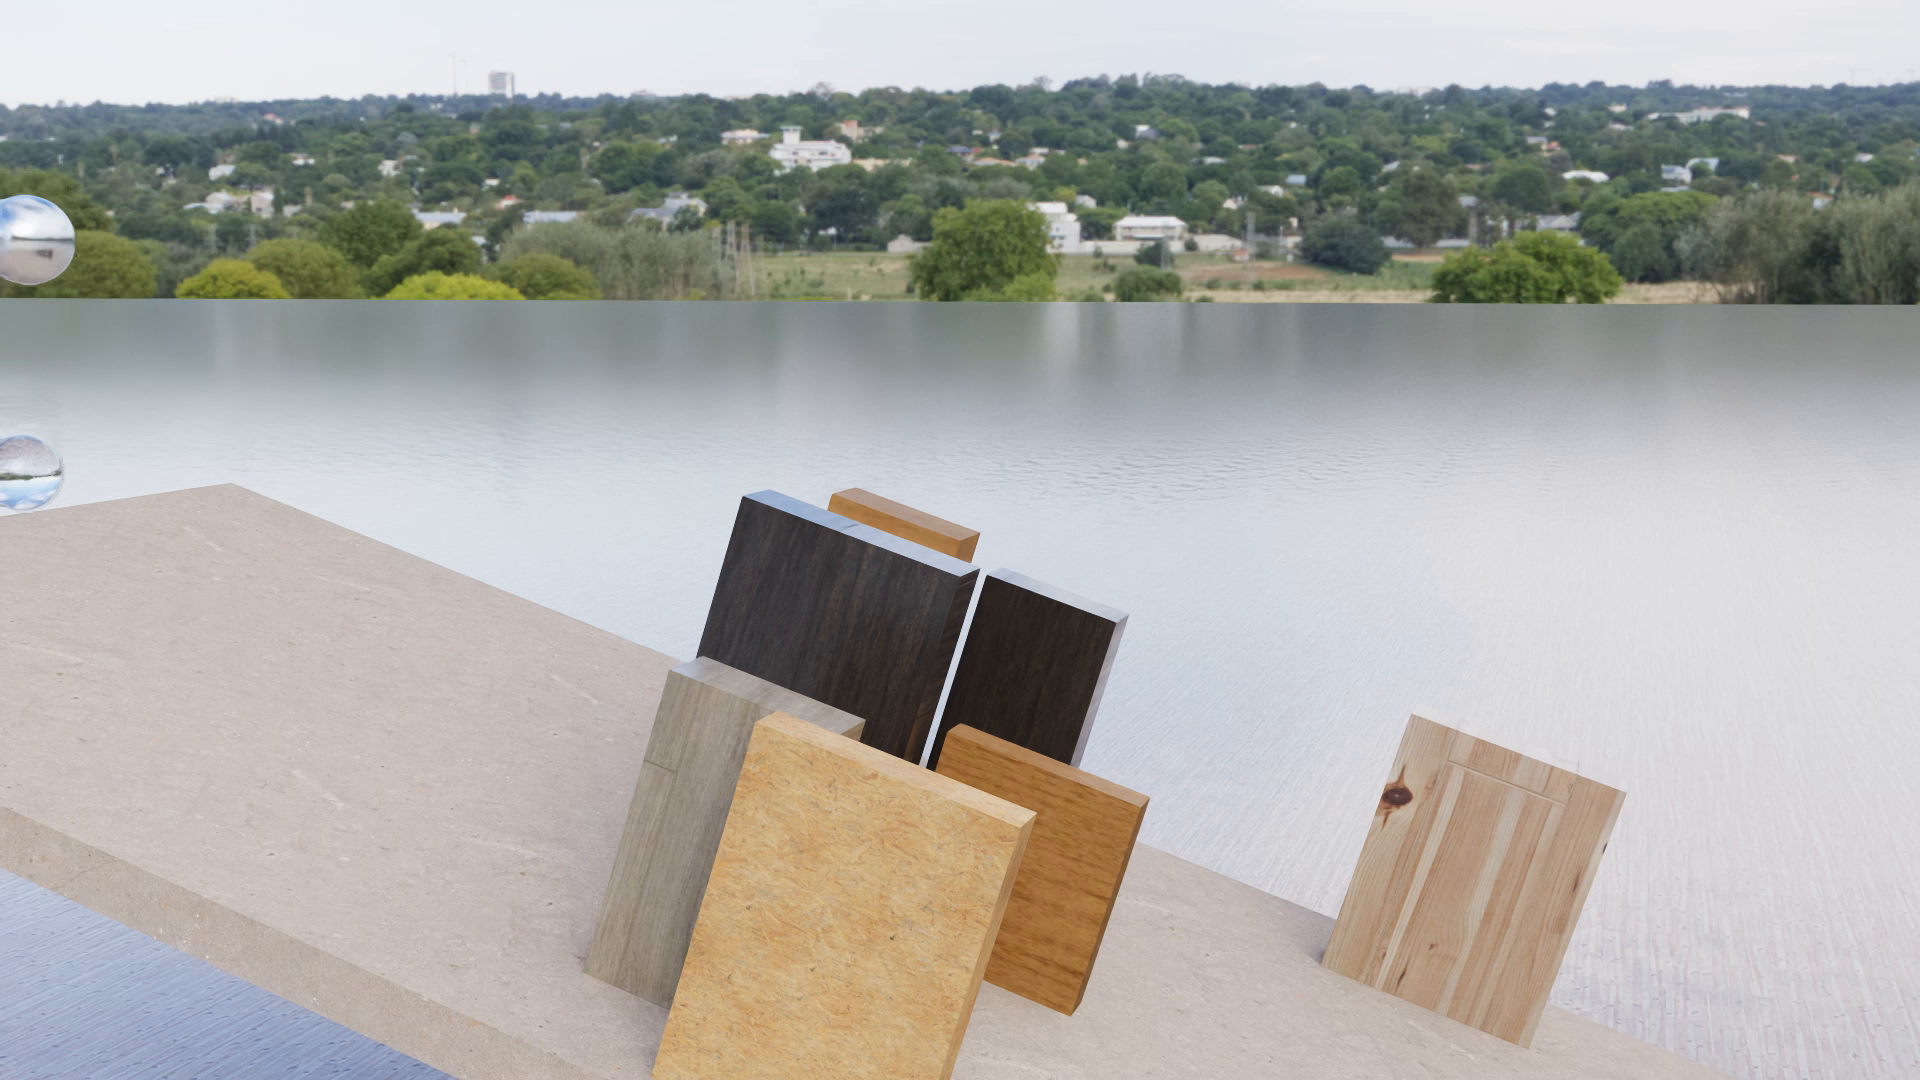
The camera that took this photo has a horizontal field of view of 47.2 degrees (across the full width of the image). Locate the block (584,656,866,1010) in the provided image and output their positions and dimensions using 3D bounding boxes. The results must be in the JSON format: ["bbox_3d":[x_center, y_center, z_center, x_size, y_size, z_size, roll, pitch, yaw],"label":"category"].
[{"bbox_3d":[-0.379,0.492,3.522,0.293,0.530,0.130,20,12,14],"label":"block"}]

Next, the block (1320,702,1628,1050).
[{"bbox_3d":[1.060,0.691,4.553,0.448,0.576,0.123,20,12,14],"label":"block"}]

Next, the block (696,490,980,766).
[{"bbox_3d":[-0.278,0.325,3.953,0.420,0.727,0.127,20,12,14],"label":"block"}]

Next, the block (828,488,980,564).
[{"bbox_3d":[-0.204,0.243,4.660,0.292,0.638,0.147,20,12,14],"label":"block"}]

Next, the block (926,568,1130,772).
[{"bbox_3d":[0.103,0.400,4.399,0.275,0.627,0.114,20,12,14],"label":"block"}]

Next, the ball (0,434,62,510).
[{"bbox_3d":[-2.059,-0.148,4.825,0.169,0.169,0.169,0,7,0],"label":"ball"}]

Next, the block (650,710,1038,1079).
[{"bbox_3d":[-0.176,0.596,3.215,0.415,0.578,0.089,20,12,14],"label":"block"}]

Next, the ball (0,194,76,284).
[{"bbox_3d":[-1.932,-0.622,4.558,0.185,0.185,0.185,0,7,0],"label":"ball"}]

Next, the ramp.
[{"bbox_3d":[-0.360,0.683,4.228,4.000,0.100,2.000,20,12,14],"label":"ramp"}]

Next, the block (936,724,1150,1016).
[{"bbox_3d":[0.100,0.598,4.006,0.375,0.415,0.080,20,12,14],"label":"block"}]
